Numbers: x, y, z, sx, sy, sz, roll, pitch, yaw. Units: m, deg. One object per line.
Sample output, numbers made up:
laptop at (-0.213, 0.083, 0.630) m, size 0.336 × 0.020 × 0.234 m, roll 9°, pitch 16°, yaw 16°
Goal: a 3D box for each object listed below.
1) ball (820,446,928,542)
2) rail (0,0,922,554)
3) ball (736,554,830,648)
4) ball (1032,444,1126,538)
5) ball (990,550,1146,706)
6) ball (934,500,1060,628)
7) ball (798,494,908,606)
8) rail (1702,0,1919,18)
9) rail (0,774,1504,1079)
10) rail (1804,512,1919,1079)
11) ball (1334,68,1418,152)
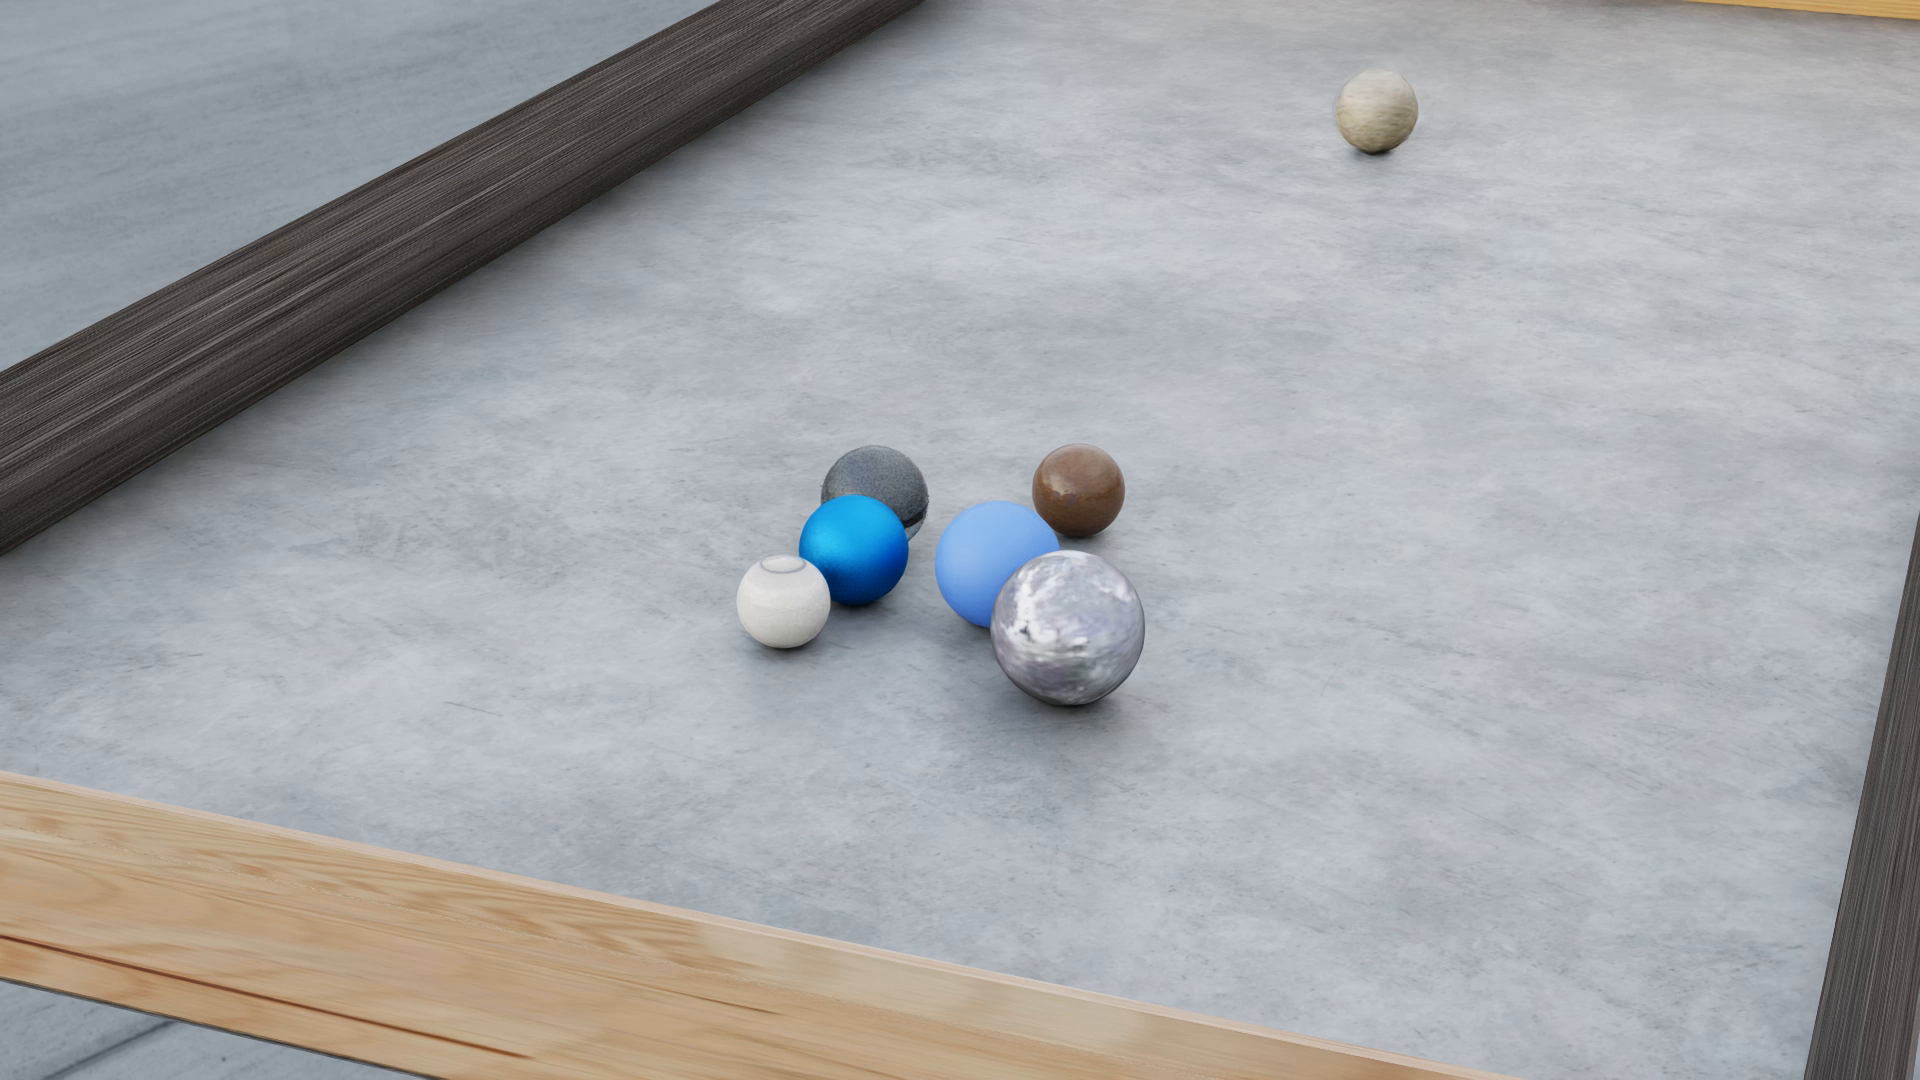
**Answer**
ball at (-0.059, -0.028, 2.027) m, size 0.075 × 0.075 × 0.075 m, roll 0°, pitch 24°, yaw 0°
rail at (-0.355, -0.349, 2.694) m, size 0.045 × 0.125 × 2.527 m, roll 9°, pitch 25°, yaw 19°
ball at (-0.113, 0.039, 1.892) m, size 0.061 × 0.061 × 0.061 m, roll 0°, pitch 24°, yaw 0°
ball at (0.083, -0.035, 2.055) m, size 0.066 × 0.066 × 0.066 m, roll 0°, pitch 24°, yaw 0°
ball at (0.066, 0.054, 1.814) m, size 0.096 × 0.096 × 0.096 m, roll 0°, pitch 24°, yaw 0°
ball at (0.025, 0.016, 1.917) m, size 0.084 × 0.084 × 0.084 m, roll 0°, pitch 24°, yaw 0°
ball at (-0.070, 0.007, 1.951) m, size 0.073 × 0.073 × 0.073 m, roll 0°, pitch 24°, yaw 0°
rail at (0.663, -0.728, 3.555) m, size 1.285 × 0.125 × 0.045 m, roll 9°, pitch 25°, yaw 19°
rail at (-0.215, 0.205, 1.432) m, size 1.285 × 0.125 × 0.045 m, roll 9°, pitch 25°, yaw 19°
rail at (0.803, -0.173, 2.293) m, size 0.045 × 0.125 × 2.527 m, roll 9°, pitch 25°, yaw 19°
ball at (0.414, -0.427, 2.925) m, size 0.083 × 0.083 × 0.083 m, roll 0°, pitch 24°, yaw 0°
